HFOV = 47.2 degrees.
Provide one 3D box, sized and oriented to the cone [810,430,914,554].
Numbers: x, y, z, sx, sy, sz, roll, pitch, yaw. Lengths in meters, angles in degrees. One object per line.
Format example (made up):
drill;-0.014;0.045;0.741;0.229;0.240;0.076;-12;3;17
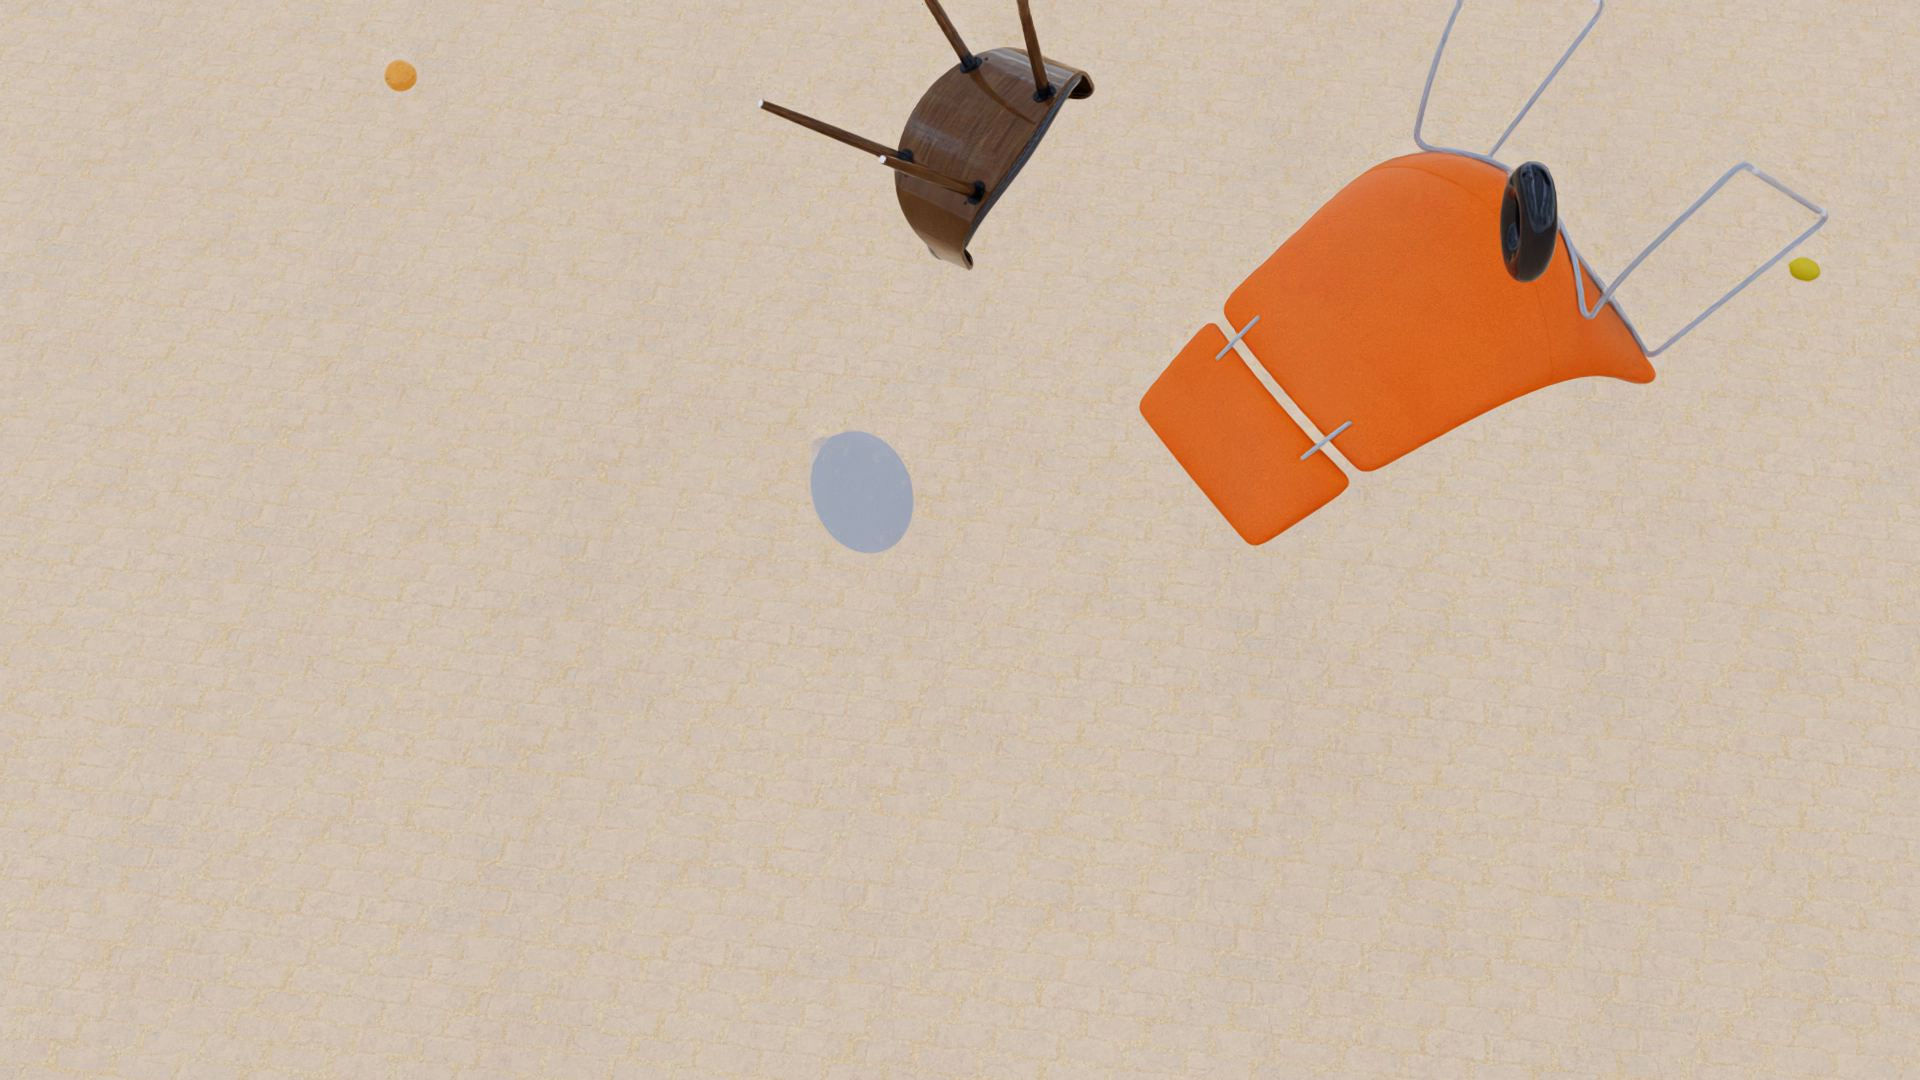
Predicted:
cone;-0.215;-0.130;3.858;0.175;0.275;0.205;-36;42;-8

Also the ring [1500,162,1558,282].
ring;0.861;-0.480;3.331;0.056;0.217;0.125;-10;48;-2
